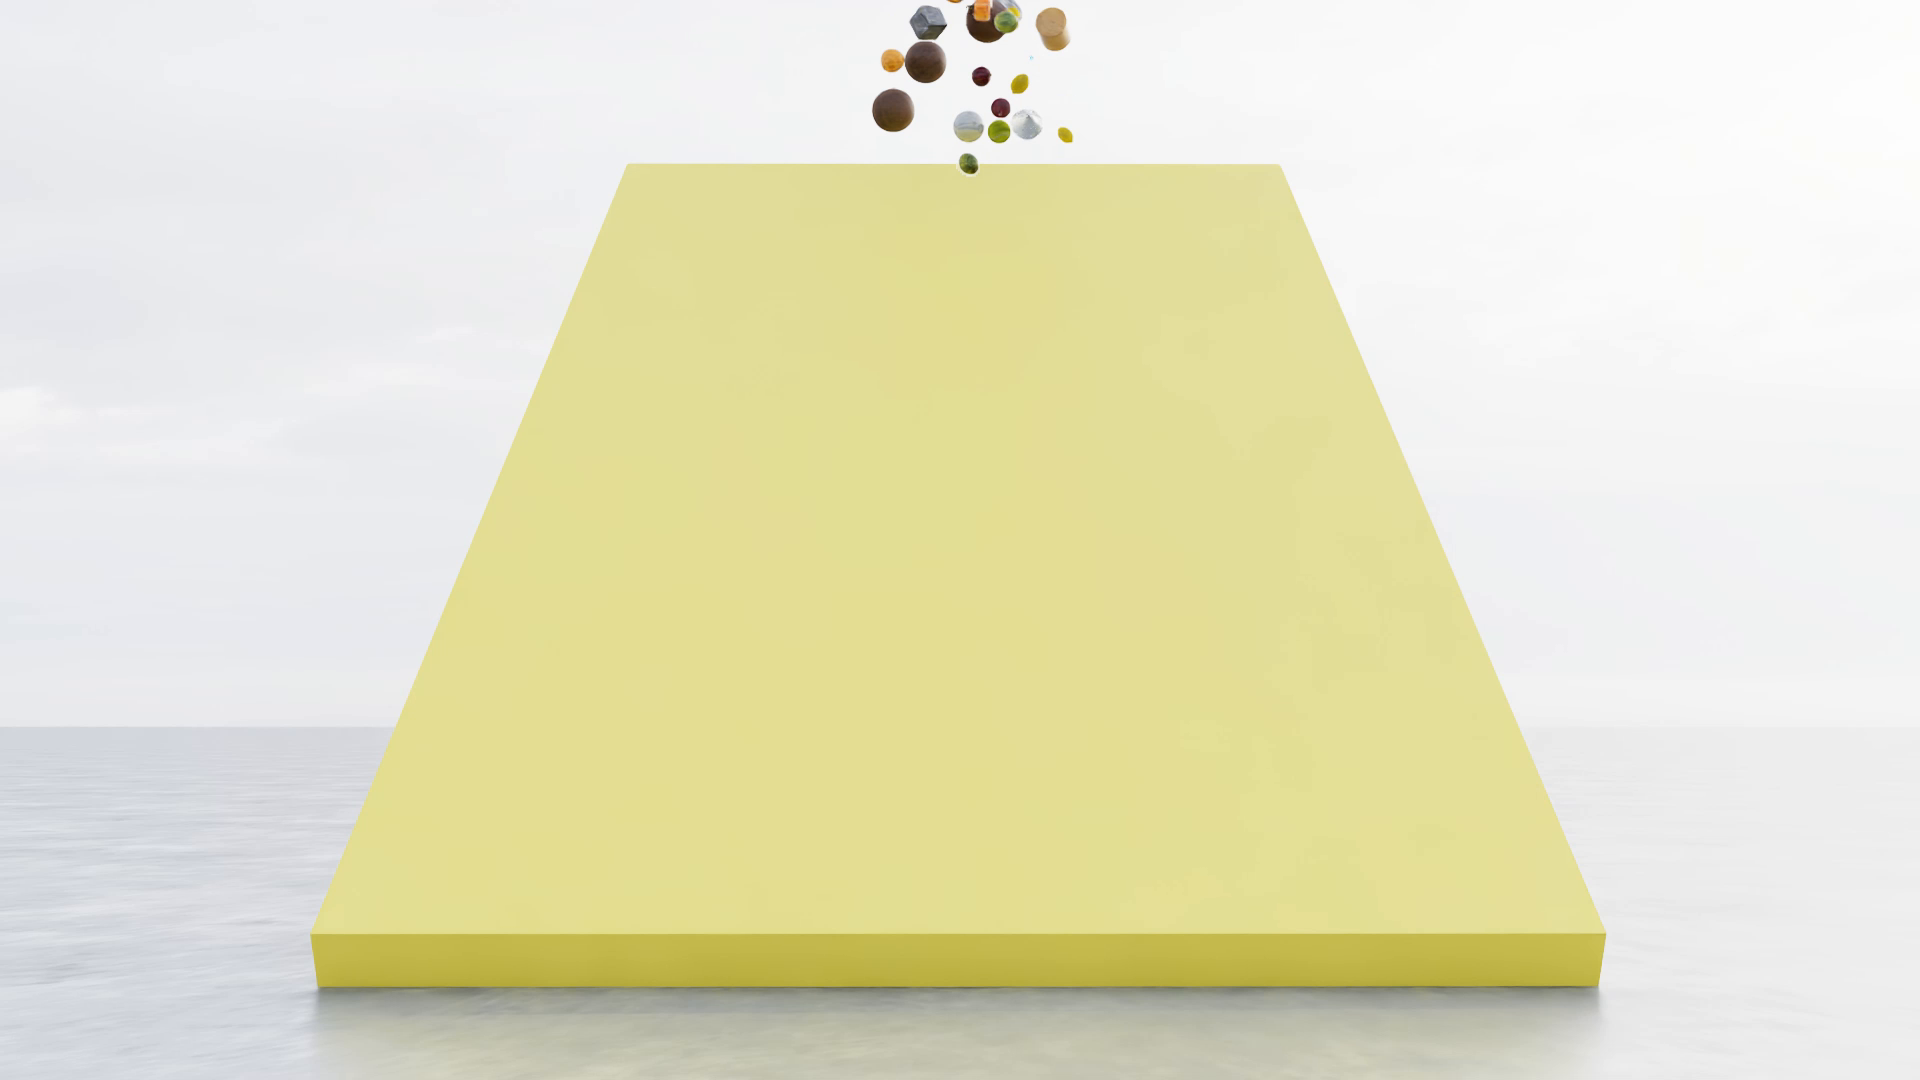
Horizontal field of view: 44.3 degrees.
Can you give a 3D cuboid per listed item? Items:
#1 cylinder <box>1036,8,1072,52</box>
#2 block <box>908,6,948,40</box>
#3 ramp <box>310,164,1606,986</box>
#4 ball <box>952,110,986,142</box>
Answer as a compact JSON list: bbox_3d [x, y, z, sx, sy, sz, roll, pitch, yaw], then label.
[{"bbox_3d":[0.280,-1.526,7.049,0.095,0.095,0.095,-1,-16,12],"label":"cylinder"},{"bbox_3d":[-0.090,-1.478,6.743,0.067,0.067,0.067,-9,-24,-41],"label":"block"},{"bbox_3d":[-0.010,-0.228,5.455,2.000,0.100,4.000,0,26,0],"label":"ramp"},{"bbox_3d":[0.026,-1.213,6.917,0.094,0.094,0.094,0,-4,0],"label":"ball"}]
